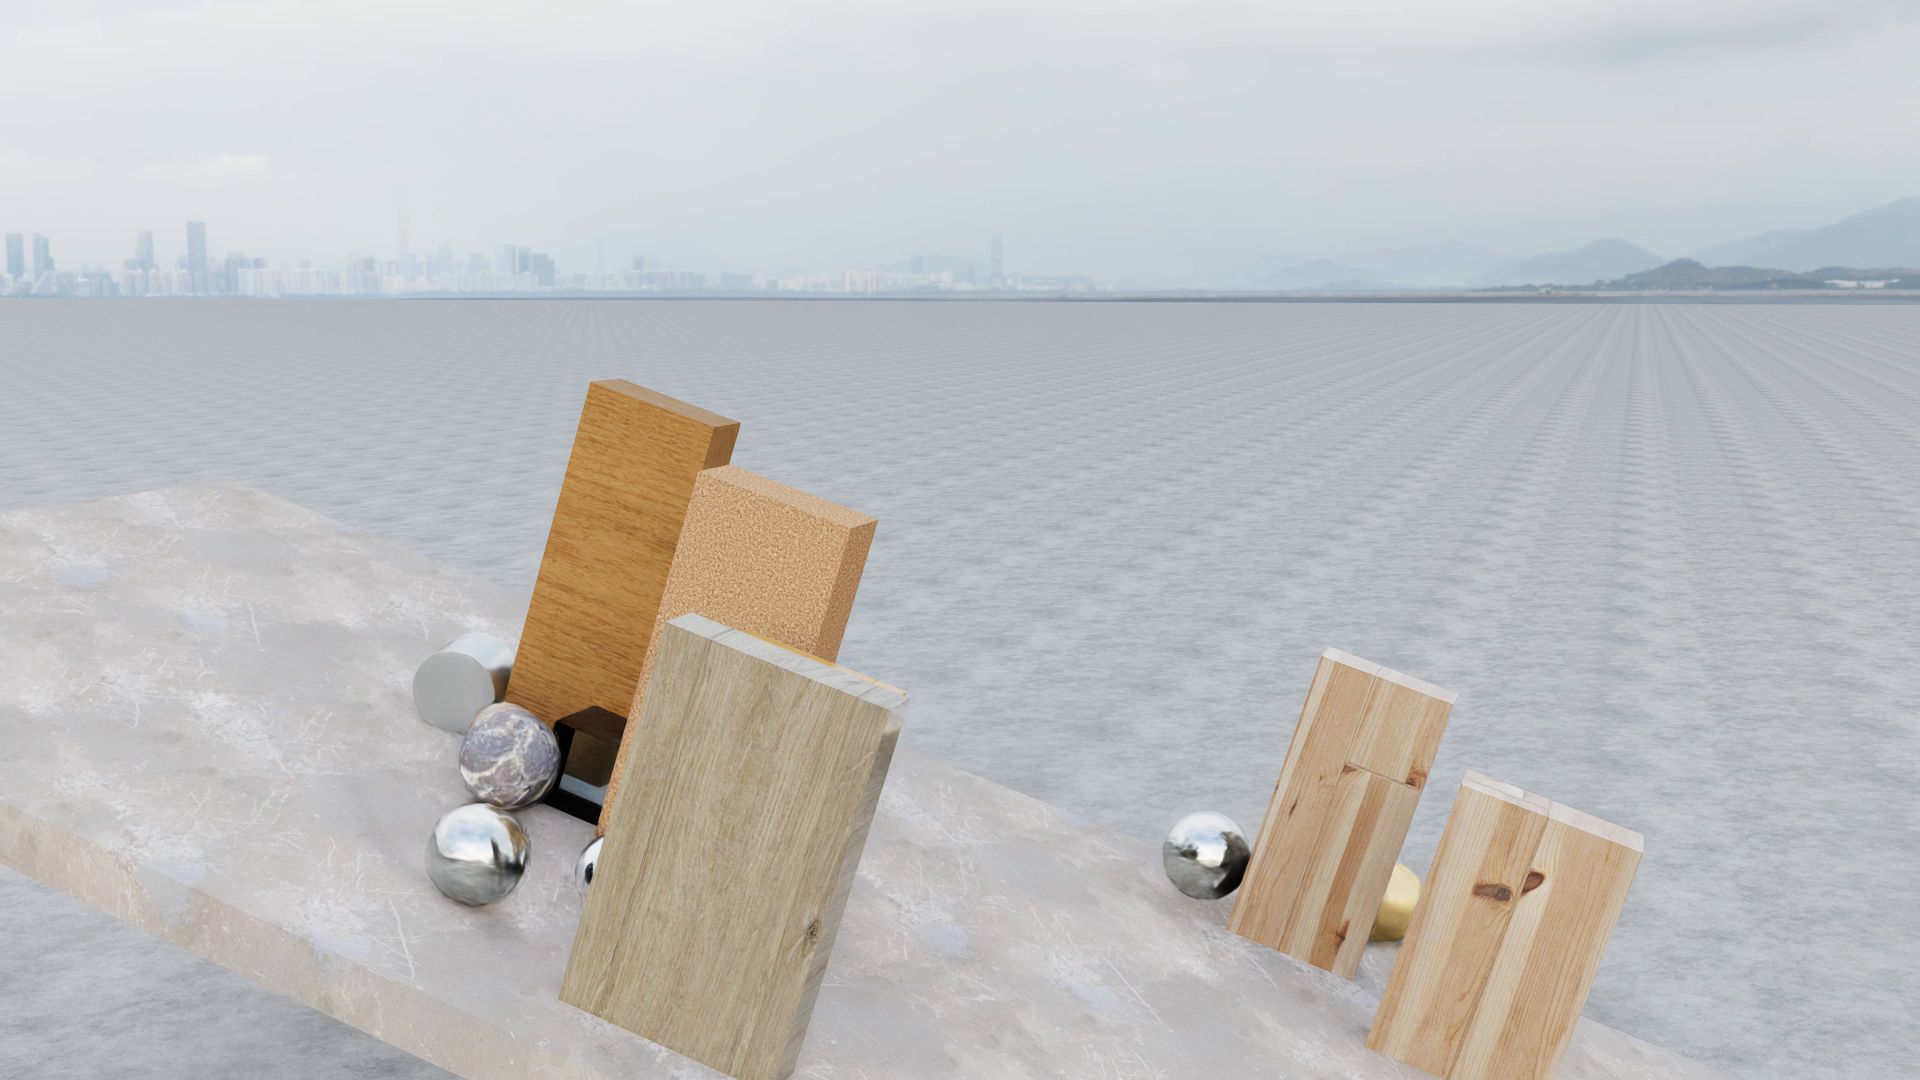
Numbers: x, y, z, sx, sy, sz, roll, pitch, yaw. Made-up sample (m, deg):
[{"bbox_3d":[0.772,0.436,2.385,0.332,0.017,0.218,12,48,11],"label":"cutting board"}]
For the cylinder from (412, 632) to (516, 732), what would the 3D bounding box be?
[{"bbox_3d":[-0.999,0.287,4.451,0.167,0.167,0.167,1,11,5],"label":"cylinder"}]

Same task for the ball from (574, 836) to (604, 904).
[{"bbox_3d":[-0.586,0.575,3.766,0.147,0.147,0.147,0,7,0],"label":"ball"}]

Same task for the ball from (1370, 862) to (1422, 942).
[{"bbox_3d":[0.940,0.798,4.859,0.179,0.179,0.179,0,7,0],"label":"ball"}]

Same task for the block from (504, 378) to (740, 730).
[{"bbox_3d":[-0.690,0.079,4.418,0.275,0.750,0.133,20,12,14],"label":"block"}]

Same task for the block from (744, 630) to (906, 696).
[{"bbox_3d":[-0.324,0.454,3.804,0.306,0.511,0.124,20,12,14],"label":"block"}]

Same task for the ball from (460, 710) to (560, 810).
[{"bbox_3d":[-0.835,0.408,4.085,0.185,0.185,0.185,0,7,0],"label":"ball"}]

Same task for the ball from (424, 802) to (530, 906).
[{"bbox_3d":[-0.801,0.521,3.649,0.169,0.169,0.169,0,7,0],"label":"ball"}]

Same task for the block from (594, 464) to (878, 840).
[{"bbox_3d":[-0.414,0.259,4.043,0.305,0.726,0.147,20,12,14],"label":"block"}]

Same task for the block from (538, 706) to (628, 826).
[{"bbox_3d":[-0.689,0.436,4.223,0.163,0.163,0.163,20,12,14],"label":"block"}]

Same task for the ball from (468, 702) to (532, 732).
[{"bbox_3d":[-0.879,0.384,4.242,0.141,0.141,0.141,0,7,0],"label":"ball"}]

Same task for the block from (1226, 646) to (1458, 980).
[{"bbox_3d":[0.796,0.571,4.600,0.282,0.625,0.119,20,12,14],"label":"block"}]

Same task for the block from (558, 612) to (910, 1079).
[{"bbox_3d":[-0.350,0.476,3.361,0.373,0.634,0.095,20,12,14],"label":"block"}]

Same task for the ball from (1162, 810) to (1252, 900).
[{"bbox_3d":[0.530,0.678,4.729,0.191,0.191,0.191,0,7,0],"label":"ball"}]

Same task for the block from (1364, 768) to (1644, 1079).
[{"bbox_3d":[1.039,0.769,4.212,0.348,0.554,0.139,20,12,14],"label":"block"}]

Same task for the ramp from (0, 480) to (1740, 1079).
[{"bbox_3d":[-0.358,0.679,4.227,4.000,0.100,2.000,20,12,14],"label":"ramp"}]
